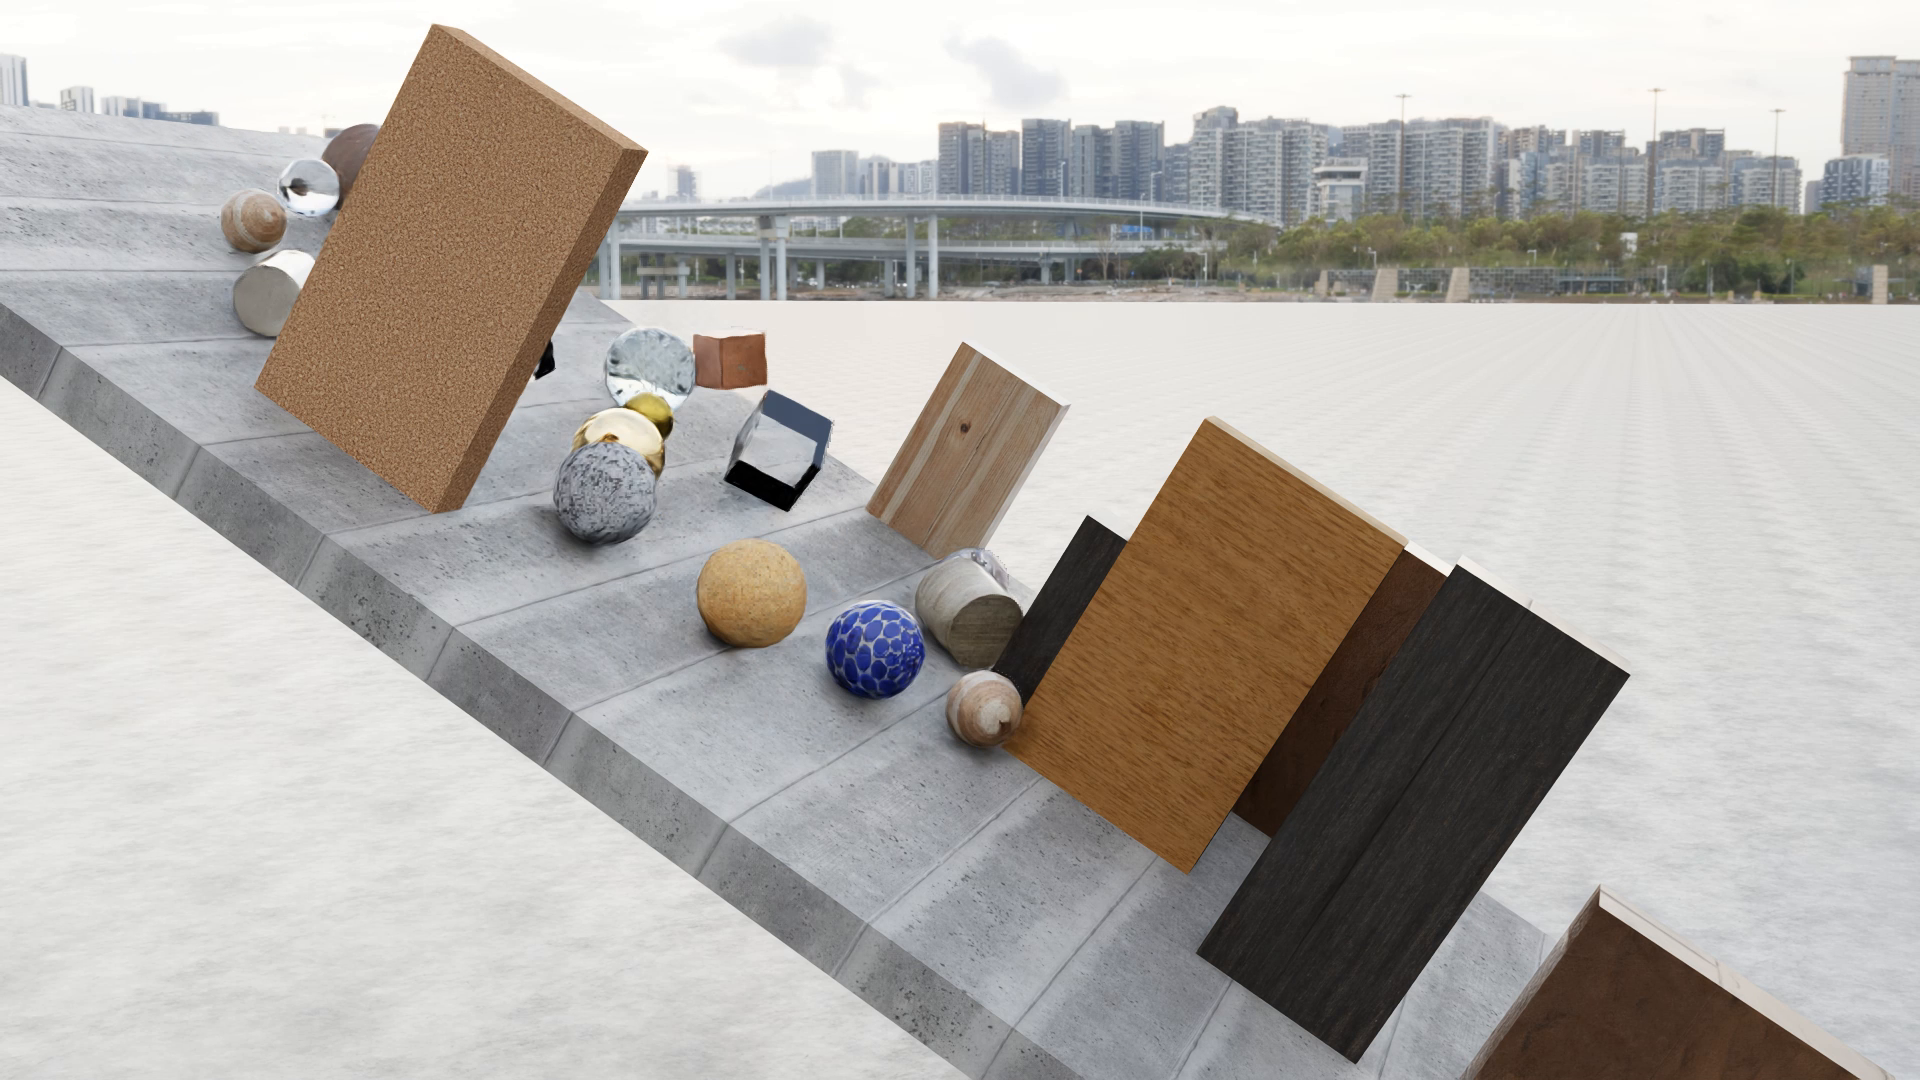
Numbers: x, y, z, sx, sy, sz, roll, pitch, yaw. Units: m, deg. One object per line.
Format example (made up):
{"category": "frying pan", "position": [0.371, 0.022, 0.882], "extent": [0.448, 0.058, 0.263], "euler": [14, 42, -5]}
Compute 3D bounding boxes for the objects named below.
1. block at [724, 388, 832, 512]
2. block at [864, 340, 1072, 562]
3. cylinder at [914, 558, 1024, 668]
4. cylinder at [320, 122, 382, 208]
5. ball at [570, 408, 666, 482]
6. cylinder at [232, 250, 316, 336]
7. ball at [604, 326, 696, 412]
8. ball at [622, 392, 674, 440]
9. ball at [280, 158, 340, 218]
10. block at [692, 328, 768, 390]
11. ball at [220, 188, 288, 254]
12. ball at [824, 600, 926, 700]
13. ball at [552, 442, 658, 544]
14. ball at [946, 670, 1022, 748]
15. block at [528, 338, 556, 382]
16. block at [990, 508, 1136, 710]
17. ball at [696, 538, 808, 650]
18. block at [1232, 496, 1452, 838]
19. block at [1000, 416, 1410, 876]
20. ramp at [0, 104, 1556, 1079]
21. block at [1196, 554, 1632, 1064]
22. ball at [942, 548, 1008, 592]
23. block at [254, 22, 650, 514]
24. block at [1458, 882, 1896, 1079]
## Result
{"category": "block", "position": [-0.377, -0.186, 4.570], "extent": [0.151, 0.151, 0.151], "euler": [27, 42, -16]}
{"category": "block", "position": [0.016, -0.184, 4.864], "extent": [0.264, 0.441, 0.086], "euler": [34, 15, 11]}
{"category": "cylinder", "position": [0.017, 0.143, 4.328], "extent": [0.162, 0.162, 0.162], "euler": [-3, 27, -26]}
{"category": "cylinder", "position": [-1.248, -0.766, 4.759], "extent": [0.203, 0.203, 0.203], "euler": [-7, 38, -44]}
{"category": "ball", "position": [-0.628, -0.156, 4.038], "extent": [0.173, 0.173, 0.173], "euler": [0, 7, 0]}
{"category": "cylinder", "position": [-1.204, -0.439, 3.897], "extent": [0.127, 0.127, 0.127], "euler": [0, 20, 3]}
{"category": "ball", "position": [-0.649, -0.352, 4.599], "extent": [0.193, 0.193, 0.193], "euler": [0, 7, 0]}
{"category": "ball", "position": [-0.632, -0.242, 4.436], "extent": [0.111, 0.111, 0.111], "euler": [0, 7, 0]}
{"category": "ball", "position": [-1.238, -0.671, 4.187], "extent": [0.113, 0.113, 0.113], "euler": [0, 7, 0]}
{"category": "block", "position": [-0.497, -0.390, 4.752], "extent": [0.113, 0.113, 0.113], "euler": [-11, 15, -34]}
{"category": "ball", "position": [-1.350, -0.610, 4.205], "extent": [0.123, 0.123, 0.123], "euler": [0, 7, 0]}
{"category": "ball", "position": [-0.148, 0.191, 3.838], "extent": [0.175, 0.175, 0.175], "euler": [0, 7, 0]}
{"category": "ball", "position": [-0.614, -0.081, 3.808], "extent": [0.180, 0.180, 0.180], "euler": [0, 7, 0]}
{"category": "ball", "position": [0.043, 0.302, 3.925], "extent": [0.138, 0.138, 0.138], "euler": [0, 7, 0]}
{"category": "block", "position": [-0.877, -0.382, 4.244], "extent": [0.140, 0.140, 0.140], "euler": [-3, 13, 7]}
{"category": "block", "position": [0.310, 0.215, 4.202], "extent": [0.375, 0.407, 0.137], "euler": [34, 15, 11]}
{"category": "ball", "position": [-0.354, 0.091, 3.737], "extent": [0.189, 0.189, 0.189], "euler": [0, 7, 0]}
{"category": "block", "position": [0.732, 0.281, 4.372], "extent": [0.383, 0.632, 0.136], "euler": [34, 15, 11]}
{"category": "block", "position": [0.430, 0.189, 3.927], "extent": [0.408, 0.710, 0.092], "euler": [34, 15, 11]}
{"category": "ramp", "position": [-0.160, 0.265, 4.116], "extent": [4.000, 0.100, 2.000], "euler": [34, 15, 11]}
{"category": "block", "position": [0.726, 0.438, 3.558], "extent": [0.312, 0.778, 0.118], "euler": [34, 15, 11]}
{"category": "ball", "position": [0.021, 0.094, 4.501], "extent": [0.154, 0.154, 0.154], "euler": [0, 7, 0]}
{"category": "block", "position": [-0.829, -0.433, 3.555], "extent": [0.385, 0.678, 0.089], "euler": [34, 15, 11]}
{"category": "block", "position": [0.881, 0.833, 2.943], "extent": [0.443, 0.588, 0.117], "euler": [34, 15, 11]}
